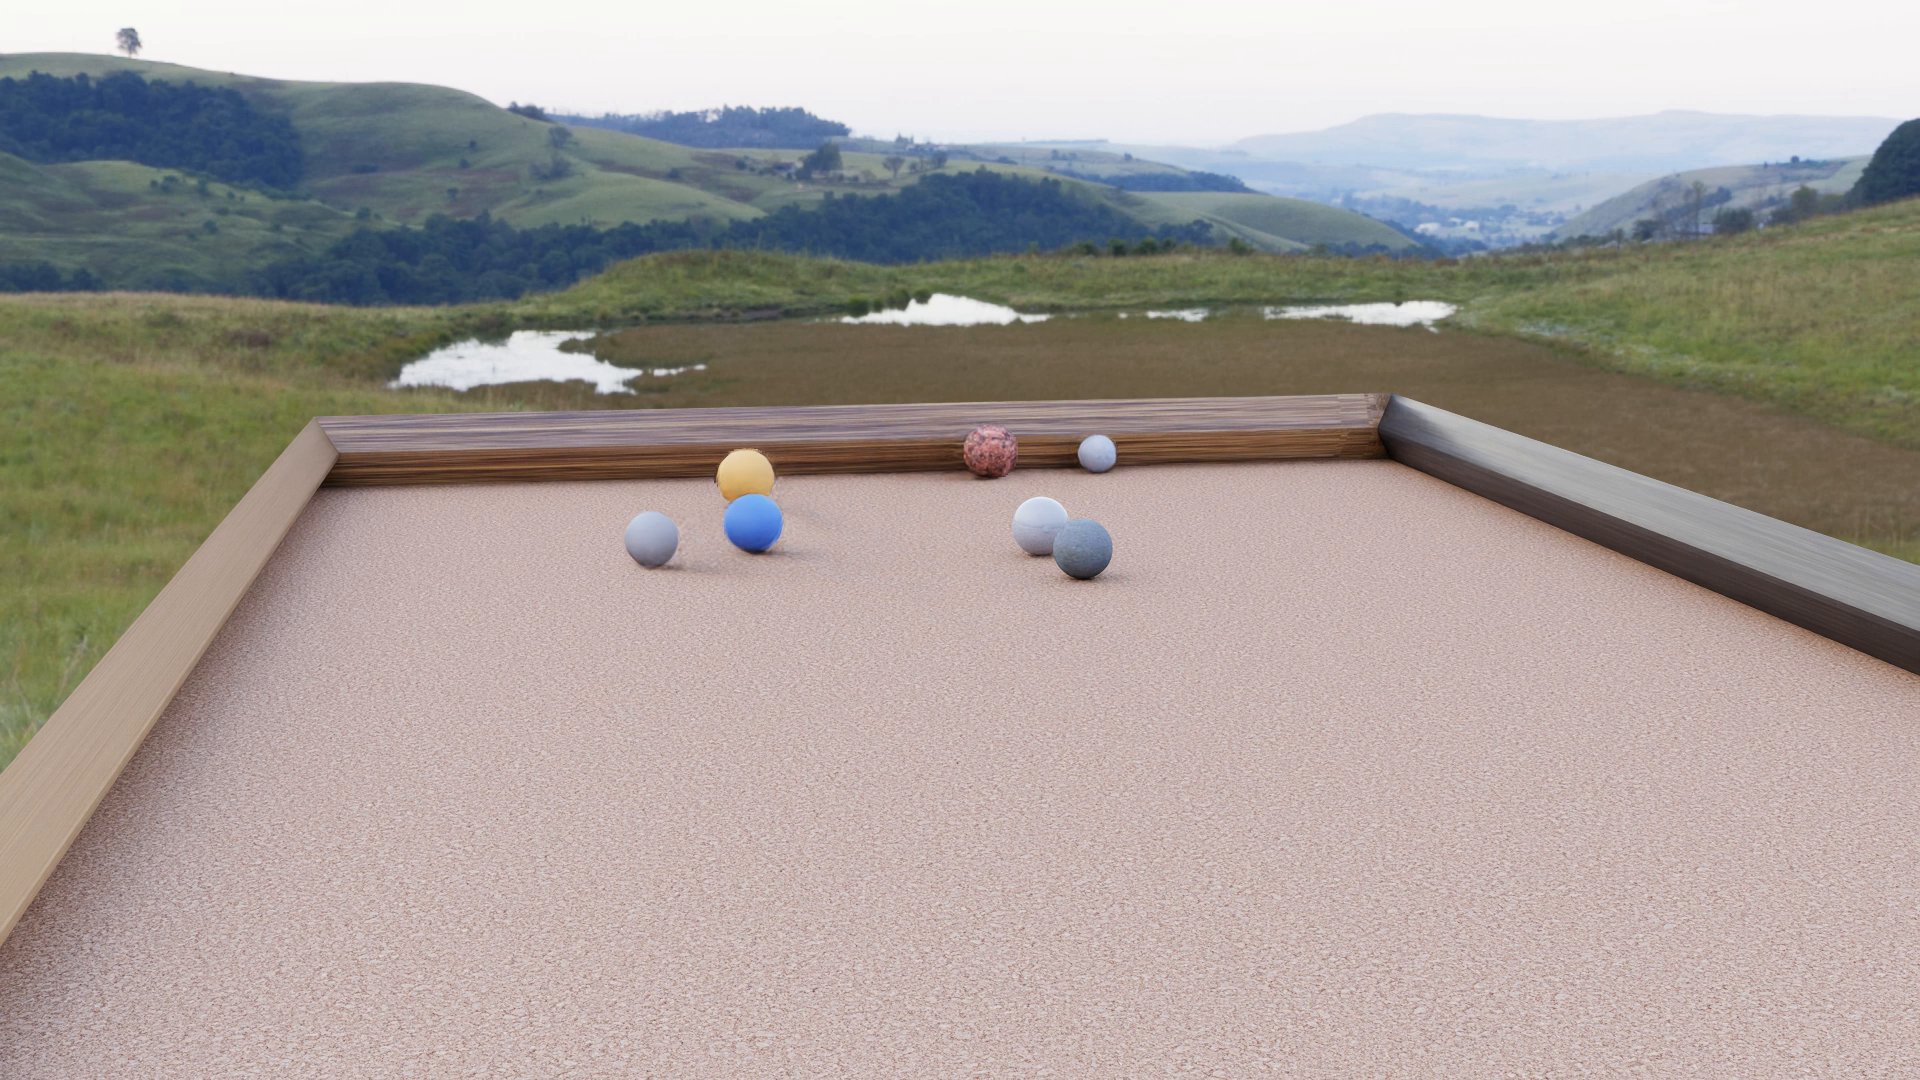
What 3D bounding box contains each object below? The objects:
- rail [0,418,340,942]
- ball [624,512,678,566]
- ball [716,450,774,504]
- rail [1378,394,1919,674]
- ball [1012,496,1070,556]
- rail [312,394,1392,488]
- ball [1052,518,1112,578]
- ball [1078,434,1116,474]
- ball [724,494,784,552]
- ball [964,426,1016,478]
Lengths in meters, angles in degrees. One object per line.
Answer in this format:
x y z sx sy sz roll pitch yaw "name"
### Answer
-0.802 0.176 2.123 0.045 0.125 3.613 -2 11 -10 "rail"
-0.447 -0.001 3.185 0.079 0.079 0.079 0 11 0 "ball"
-0.359 -0.103 3.679 0.096 0.096 0.096 0 11 0 "ball"
1.112 0.114 2.451 0.045 0.125 3.613 -2 11 -10 "rail"
0.120 -0.020 3.264 0.087 0.087 0.087 0 11 0 "ball"
-0.151 -0.182 4.013 1.990 0.125 0.045 -2 11 -10 "rail"
0.173 0.012 3.098 0.085 0.085 0.085 0 11 0 "ball"
0.252 -0.157 4.033 0.071 0.071 0.071 0 11 0 "ball"
-0.309 -0.025 3.292 0.087 0.087 0.087 0 11 0 "ball"
0.054 -0.160 3.982 0.096 0.096 0.096 0 11 0 "ball"
